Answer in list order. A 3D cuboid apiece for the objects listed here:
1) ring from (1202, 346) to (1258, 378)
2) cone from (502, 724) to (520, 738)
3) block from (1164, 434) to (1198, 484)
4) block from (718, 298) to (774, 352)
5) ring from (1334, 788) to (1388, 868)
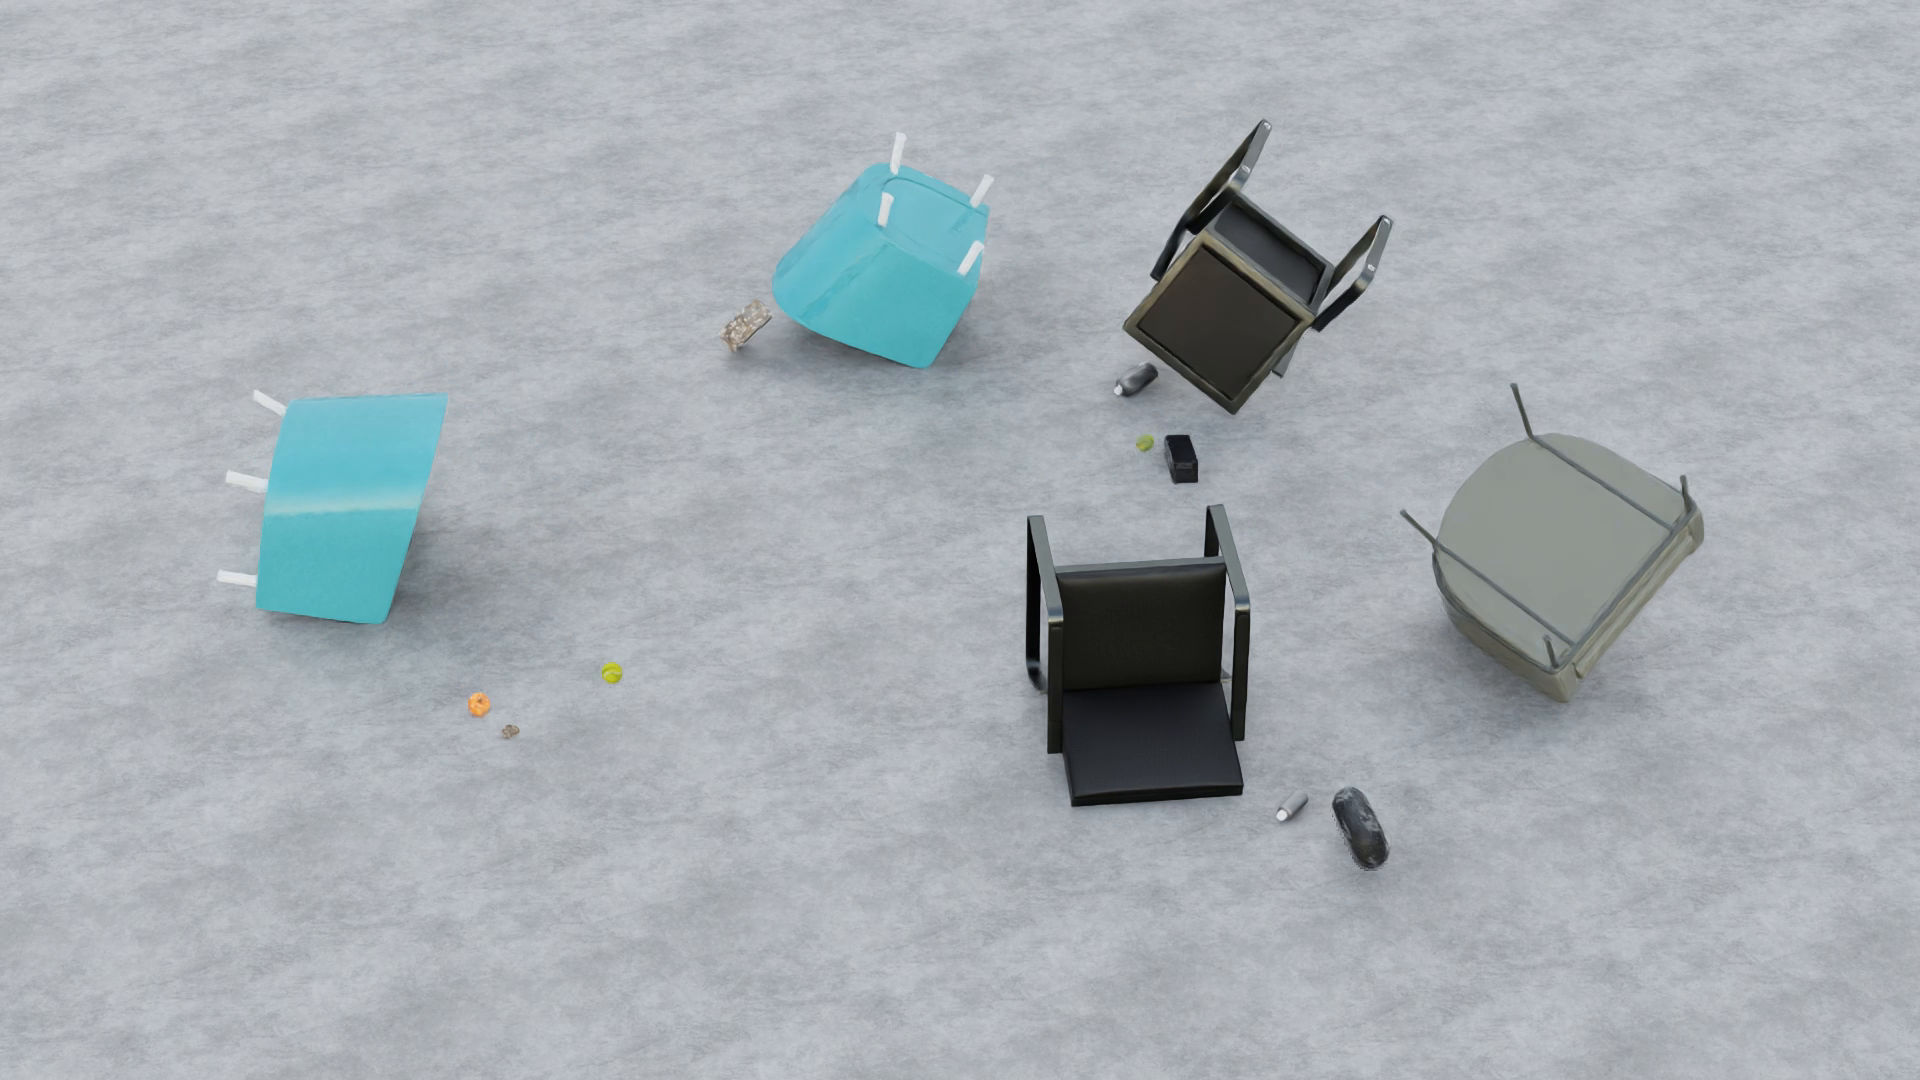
[{"bbox_3d":[1.106,-0.730,12.009,0.201,0.043,0.276,21,37,35],"label":"ring"},{"bbox_3d":[-1.536,0.643,9.948,0.062,0.047,0.063,0,7,-31],"label":"cone"},{"bbox_3d":[0.855,-0.313,11.334,0.093,0.094,0.205,-4,34,-6],"label":"block"},{"bbox_3d":[-0.883,-0.886,12.073,0.099,0.209,0.127,49,52,-3],"label":"block"},{"bbox_3d":[1.269,0.910,9.279,0.104,0.262,0.375,-27,6,8],"label":"ring"}]
